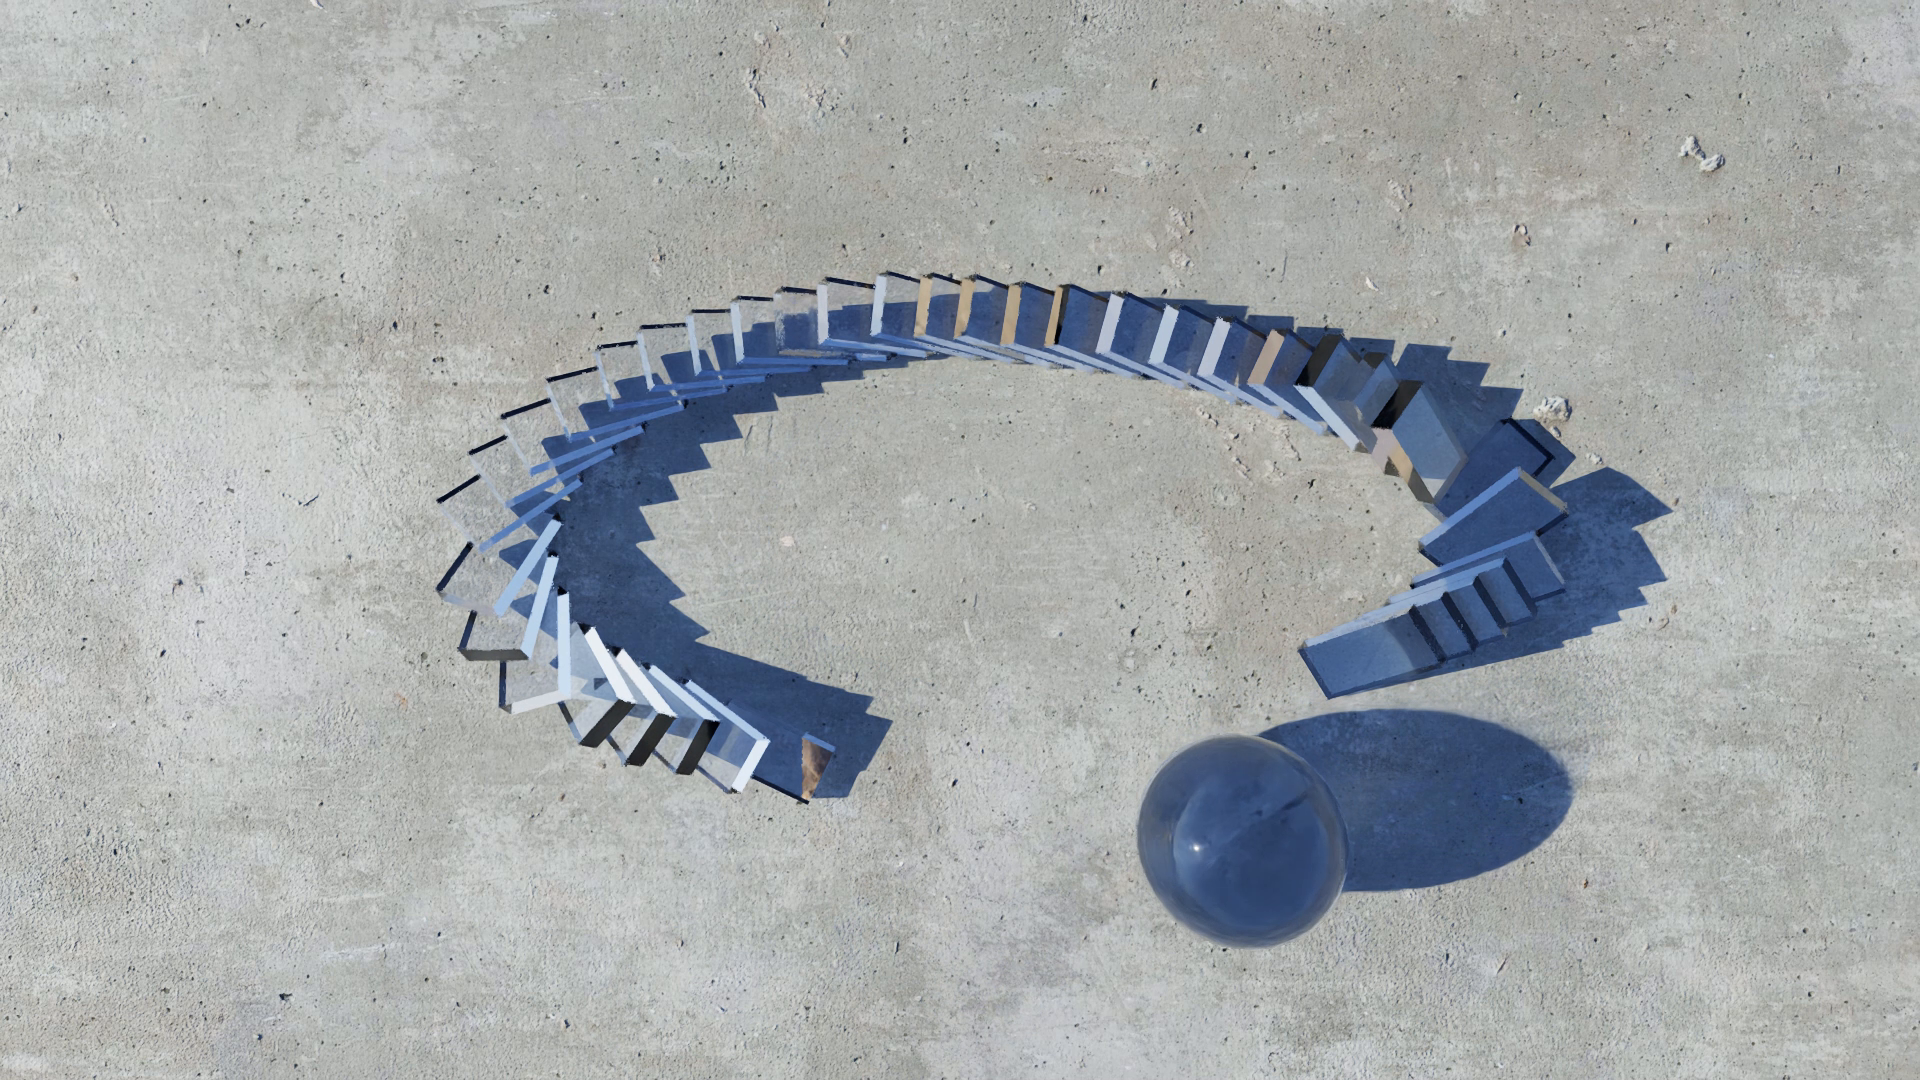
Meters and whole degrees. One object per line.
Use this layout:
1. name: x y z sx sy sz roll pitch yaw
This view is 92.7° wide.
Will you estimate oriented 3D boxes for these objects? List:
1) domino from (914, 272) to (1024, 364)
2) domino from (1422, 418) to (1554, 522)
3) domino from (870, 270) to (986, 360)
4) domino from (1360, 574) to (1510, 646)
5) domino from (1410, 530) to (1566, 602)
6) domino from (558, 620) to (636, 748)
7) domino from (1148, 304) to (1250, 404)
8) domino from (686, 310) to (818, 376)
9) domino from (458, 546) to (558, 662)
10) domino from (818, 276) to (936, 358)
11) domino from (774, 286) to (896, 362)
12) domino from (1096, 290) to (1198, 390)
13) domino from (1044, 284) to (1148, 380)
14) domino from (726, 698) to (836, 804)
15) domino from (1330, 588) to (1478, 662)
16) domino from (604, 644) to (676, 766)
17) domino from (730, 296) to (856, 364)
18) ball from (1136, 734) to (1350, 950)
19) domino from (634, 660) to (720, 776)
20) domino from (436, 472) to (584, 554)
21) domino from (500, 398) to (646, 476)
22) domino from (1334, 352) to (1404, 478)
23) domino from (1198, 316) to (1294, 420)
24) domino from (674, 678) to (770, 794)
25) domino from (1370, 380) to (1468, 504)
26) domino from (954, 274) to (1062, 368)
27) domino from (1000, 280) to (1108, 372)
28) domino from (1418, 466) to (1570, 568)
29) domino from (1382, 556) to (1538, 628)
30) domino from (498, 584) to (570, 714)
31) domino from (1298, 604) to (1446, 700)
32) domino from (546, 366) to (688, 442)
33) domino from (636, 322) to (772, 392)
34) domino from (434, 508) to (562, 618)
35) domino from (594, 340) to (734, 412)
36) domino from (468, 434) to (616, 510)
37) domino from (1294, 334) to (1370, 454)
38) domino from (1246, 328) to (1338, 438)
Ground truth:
1. domino: 0.006 -0.092 0.382 0.050 0.009 0.025 8 89 -33
2. domino: 0.228 -0.025 0.395 0.025 0.010 0.050 42 90 0
3. domino: -0.012 -0.093 0.383 0.050 0.010 0.025 6 90 -31
4. domino: 0.194 0.036 0.379 0.050 0.010 0.025 -32 90 44
5. domino: 0.218 0.018 0.381 0.050 0.009 0.025 -31 90 39
6. domino: -0.156 0.059 0.381 0.025 0.010 0.050 -48 54 3
7. domino: 0.104 -0.077 0.384 0.050 0.009 0.025 18 90 -27
8. domino: -0.086 -0.083 0.383 0.050 0.009 0.025 -9 90 -31
9. domino: -0.187 0.026 0.382 0.025 0.009 0.050 -1 55 0
10. domino: -0.034 -0.092 0.382 0.050 0.010 0.025 0 86 -32
11. domino: -0.052 -0.090 0.382 0.050 0.009 0.025 -3 87 -32
12. domino: 0.082 -0.083 0.384 0.050 0.009 0.025 15 90 -30
13. domino: 0.060 -0.086 0.383 0.050 0.009 0.025 12 90 -33
14. domino: -0.082 0.091 0.395 0.050 0.009 0.025 26 90 0
15. domino: 0.182 0.041 0.379 0.050 0.009 0.025 -32 90 44
16. domino: -0.140 0.068 0.381 0.050 0.009 0.025 36 93 36
17. domino: -0.069 -0.087 0.383 0.050 0.009 0.025 -6 89 -32
18. ball: 0.110 0.117 0.360 0.080 0.080 0.080 0 90 0
19. domino: -0.124 0.074 0.382 0.050 0.010 0.025 28 89 33
20. domino: -0.187 -0.020 0.383 0.025 0.010 0.050 47 60 0
21. domino: -0.161 -0.049 0.383 0.050 0.010 0.025 -29 87 -30
22. domino: 0.177 -0.052 0.382 0.050 0.010 0.025 42 81 -30
23. domino: 0.124 -0.071 0.384 0.050 0.009 0.025 20 90 -28
24. domino: -0.106 0.082 0.385 0.050 0.009 0.025 29 90 25
25. domino: 0.192 -0.040 0.382 0.050 0.010 0.025 42 81 -30
26. domino: 0.022 -0.090 0.382 0.050 0.010 0.025 10 88 -33
27. domino: 0.042 -0.088 0.382 0.050 0.009 0.025 9 90 -33
28. domino: 0.220 -0.005 0.380 0.025 0.009 0.050 38 131 0
29. domino: 0.206 0.028 0.379 0.050 0.010 0.025 -32 90 44
30. domino: -0.178 0.045 0.383 0.025 0.010 0.050 -16 59 0
31. domino: 0.169 0.047 0.379 0.050 0.010 0.025 -32 90 44
32. domino: -0.143 -0.061 0.383 0.050 0.009 0.025 -23 89 -30
33. domino: -0.106 -0.077 0.383 0.050 0.009 0.025 -12 88 -31
34. domino: -0.191 0.006 0.382 0.025 0.009 0.050 17 57 2
35. domino: -0.123 -0.071 0.384 0.050 0.010 0.025 -15 90 -30
36. domino: -0.174 -0.036 0.383 0.050 0.009 0.025 -36 90 -30
37. domino: 0.162 -0.060 0.382 0.050 0.009 0.025 35 85 -31
38. domino: 0.145 -0.065 0.384 0.050 0.010 0.025 25 90 -28
